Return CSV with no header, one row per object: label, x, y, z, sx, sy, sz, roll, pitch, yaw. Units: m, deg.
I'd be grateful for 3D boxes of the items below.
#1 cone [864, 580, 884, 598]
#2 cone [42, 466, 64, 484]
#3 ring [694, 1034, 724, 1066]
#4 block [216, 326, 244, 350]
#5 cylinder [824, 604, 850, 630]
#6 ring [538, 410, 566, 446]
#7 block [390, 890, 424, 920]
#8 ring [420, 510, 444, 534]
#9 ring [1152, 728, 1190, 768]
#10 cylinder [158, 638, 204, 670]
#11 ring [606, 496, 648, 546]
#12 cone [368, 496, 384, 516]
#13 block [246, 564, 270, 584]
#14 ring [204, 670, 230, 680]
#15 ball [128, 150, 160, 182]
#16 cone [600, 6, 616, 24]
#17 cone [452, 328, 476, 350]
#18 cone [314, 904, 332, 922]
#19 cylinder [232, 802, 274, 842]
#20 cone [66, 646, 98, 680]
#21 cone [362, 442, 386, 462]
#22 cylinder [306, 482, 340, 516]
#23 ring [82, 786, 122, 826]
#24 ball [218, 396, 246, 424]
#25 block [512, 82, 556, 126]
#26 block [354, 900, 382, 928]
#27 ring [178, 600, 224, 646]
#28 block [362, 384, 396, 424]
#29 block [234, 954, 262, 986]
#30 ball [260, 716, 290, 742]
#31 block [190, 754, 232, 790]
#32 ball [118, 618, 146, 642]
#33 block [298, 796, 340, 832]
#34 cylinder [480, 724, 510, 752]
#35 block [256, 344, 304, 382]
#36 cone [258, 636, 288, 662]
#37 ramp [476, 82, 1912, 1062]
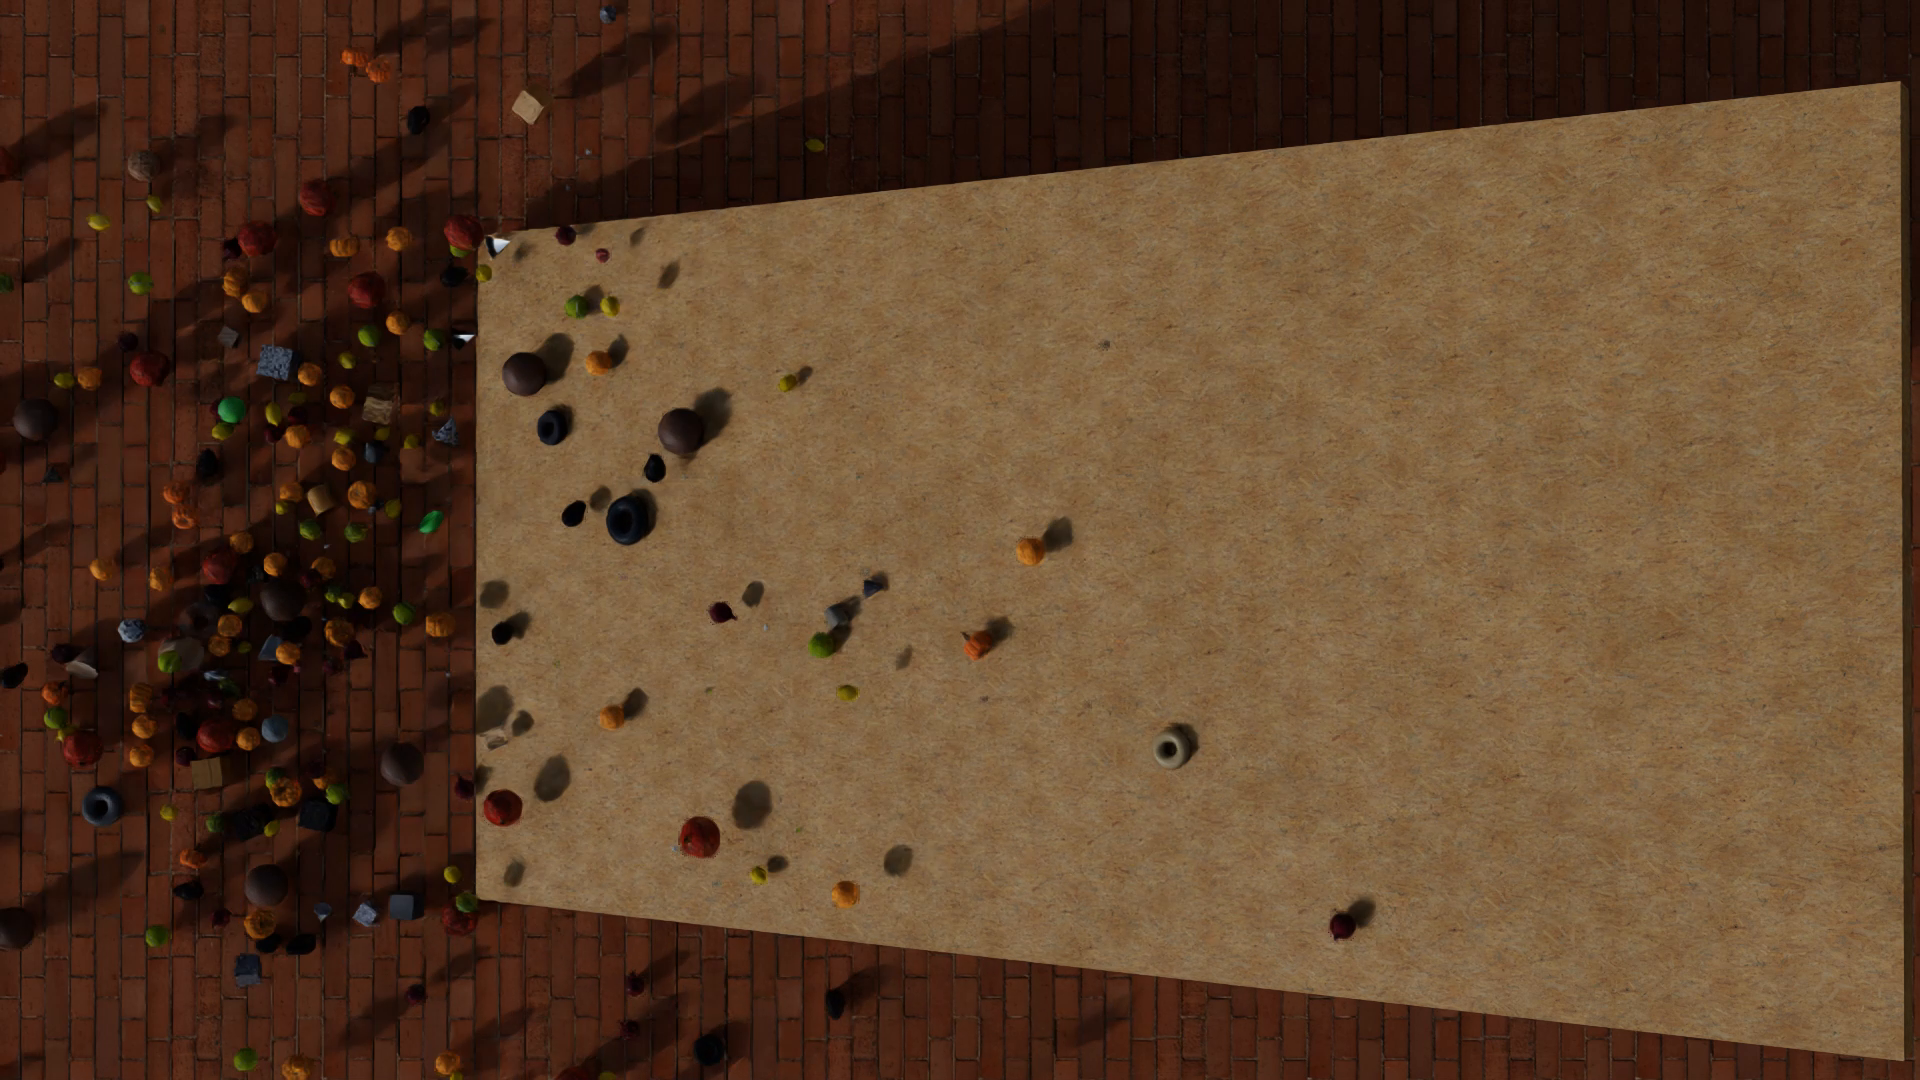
cone,-0.223,0.127,5.826,0.051,0.051,0.051,-5,89,12
cone,-2.753,-0.187,6.699,0.059,0.059,0.059,37,90,-30
ring,-0.763,1.551,6.682,0.094,0.031,0.094,0,89,1
block,-2.221,-0.616,6.691,0.051,0.051,0.051,28,90,0
cylinder,-0.331,0.206,5.877,0.052,0.052,0.052,-29,75,0
ring,-1.197,-0.329,6.445,0.104,0.035,0.104,0,90,33
block,-1.674,1.106,6.658,0.073,0.073,0.073,2,89,12
ring,-1.587,-0.055,6.607,0.087,0.087,0.029,-40,122,0
ring,0.515,0.507,5.355,0.099,0.033,0.099,0,90,31
cylinder,-2.350,0.343,6.638,0.099,0.099,0.099,-2,87,45
ring,-0.950,-0.056,6.279,0.143,0.048,0.143,-1,88,33
cone,-1.791,-0.095,6.700,0.054,0.054,0.054,35,116,0
block,-2.137,0.104,6.685,0.052,0.052,0.052,-6,89,0
ring,-2.253,0.410,6.667,0.077,0.077,0.026,-6,78,0
ball,-2.477,-1.136,6.674,0.095,0.095,0.095,0,89,0
cone,-1.077,-1.607,6.699,0.053,0.053,0.053,0,89,0
cone,-1.490,-0.613,6.635,0.066,0.066,0.066,-15,90,6
cone,-1.941,1.143,6.689,0.054,0.054,0.054,15,116,0
cylinder,-2.133,0.851,6.639,0.093,0.093,0.093,-19,89,-35
cone,-2.652,0.357,6.680,0.095,0.095,0.095,7,52,0
cone,-1.787,-0.282,6.668,0.071,0.071,0.071,-1,68,2
cylinder,-1.934,-0.122,6.674,0.077,0.077,0.077,-29,89,0
ring,-2.607,0.811,6.684,0.123,0.041,0.123,0,89,-1
ball,-2.197,-0.394,6.638,0.082,0.082,0.082,0,89,0
block,-1.286,-1.315,6.632,0.080,0.080,0.080,40,123,-4
block,-1.798,1.135,6.674,0.055,0.055,0.055,33,90,0
ring,-2.308,0.252,6.686,0.137,0.046,0.137,0,91,-1
block,-1.753,-0.408,6.633,0.080,0.080,0.080,12,118,-14
block,-2.143,1.296,6.623,0.066,0.066,0.066,-5,51,-10
ball,-2.029,0.560,6.518,0.082,0.082,0.082,0,89,0
block,-2.268,0.703,6.662,0.087,0.087,0.087,-8,89,0
ball,-2.510,0.274,6.666,0.076,0.076,0.076,0,89,0
block,-1.942,0.830,6.662,0.085,0.085,0.085,12,90,0
cylinder,-1.373,0.586,6.496,0.060,0.060,0.060,-31,90,12
block,-2.062,-0.536,6.668,0.094,0.094,0.094,12,90,1
cone,-2.096,0.347,6.646,0.089,0.089,0.089,10,115,23
ramp,0.260,0.071,5.599,4.000,0.100,2.000,0,89,32
